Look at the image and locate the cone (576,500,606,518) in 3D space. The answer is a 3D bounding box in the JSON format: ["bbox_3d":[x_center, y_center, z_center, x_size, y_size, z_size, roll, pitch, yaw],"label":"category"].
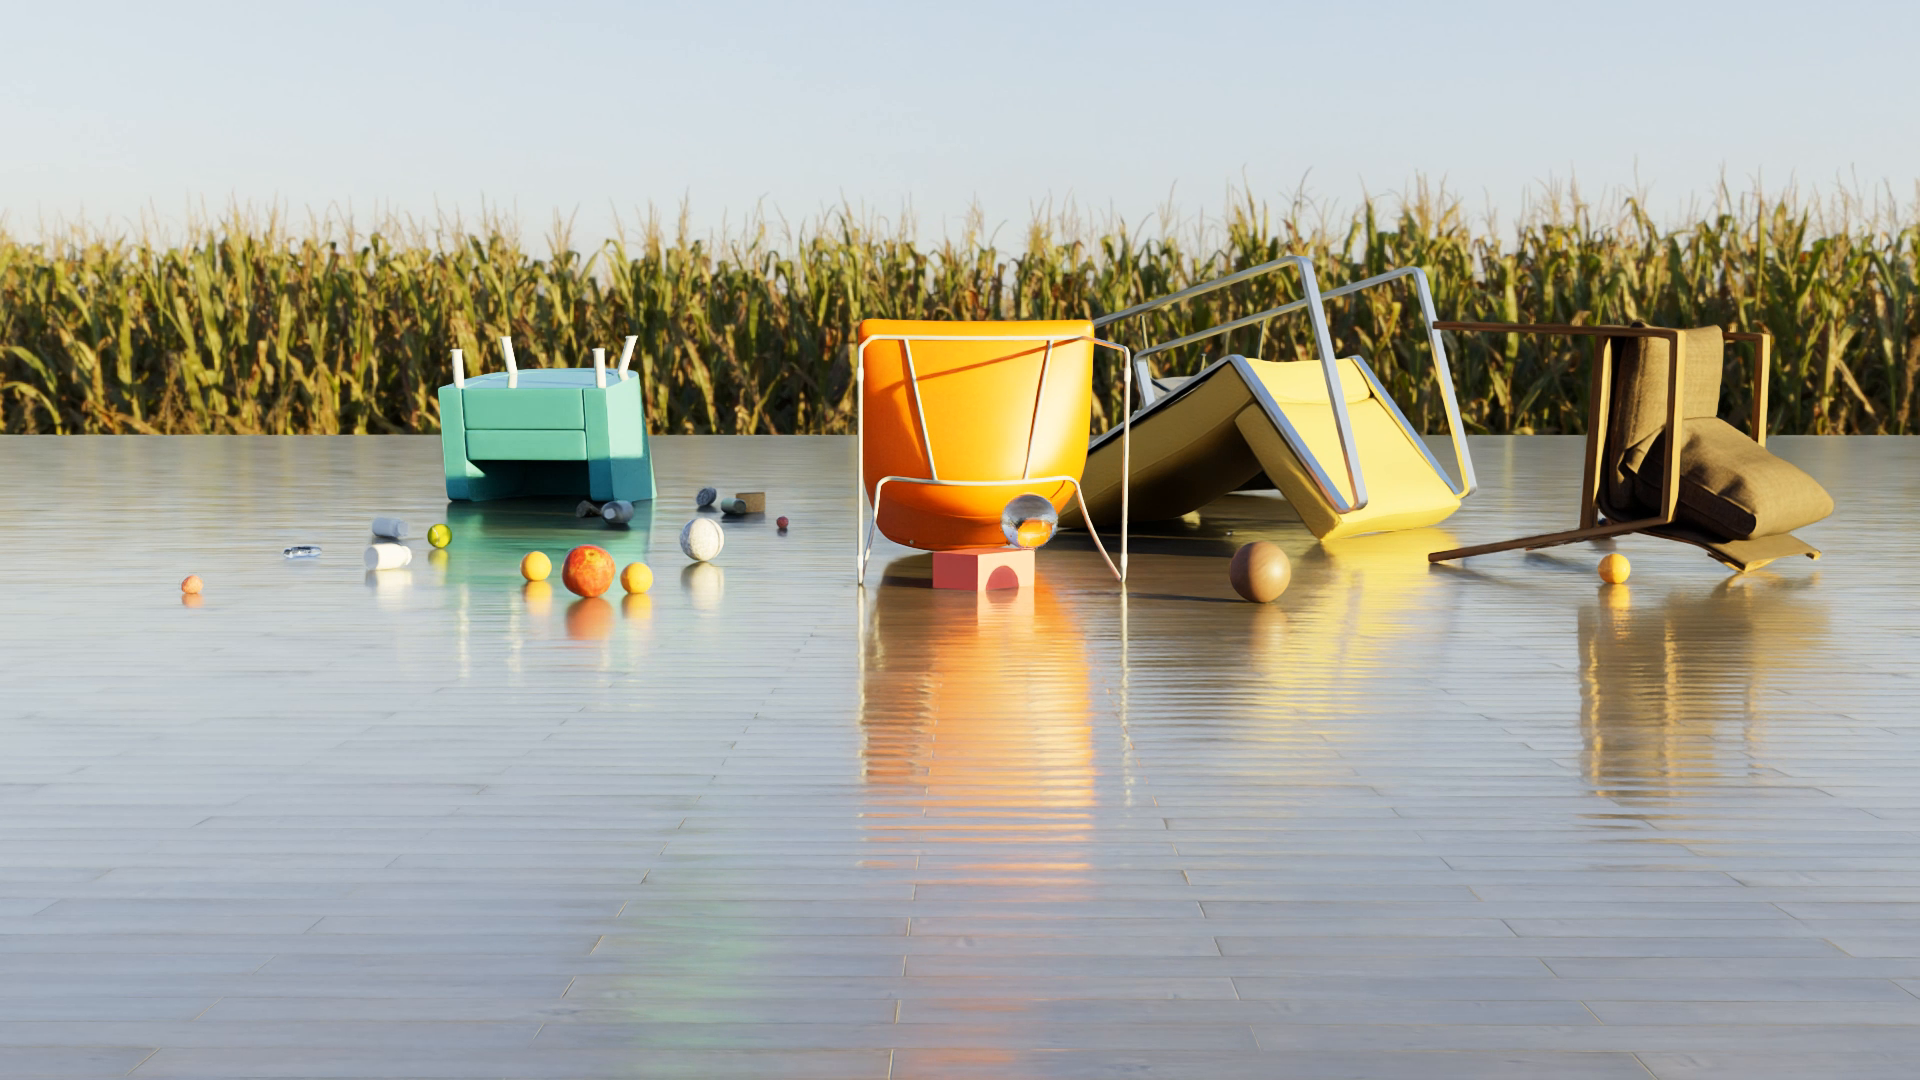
[{"bbox_3d":[-1.281,-0.096,7.721,0.103,0.061,0.085,18,-23,-35],"label":"cone"}]

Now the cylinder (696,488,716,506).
[{"bbox_3d":[-0.982,-0.169,8.525,0.053,0.071,0.103,35,7,3],"label":"cylinder"}]

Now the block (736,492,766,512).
[{"bbox_3d":[-0.771,-0.139,8.083,0.058,0.068,0.135,1,4,19],"label":"block"}]

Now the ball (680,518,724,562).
[{"bbox_3d":[-0.673,-0.002,5.731,0.115,0.115,0.115,0,4,0],"label":"ball"}]

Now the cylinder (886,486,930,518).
[{"bbox_3d":[-0.185,-0.136,7.788,0.158,0.101,0.216,0,4,4],"label":"cylinder"}]

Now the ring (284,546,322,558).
[{"bbox_3d":[-1.759,0.032,5.883,0.049,0.027,0.111,6,8,42],"label":"ring"}]

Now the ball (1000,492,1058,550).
[{"bbox_3d":[0.159,-0.044,5.050,0.131,0.131,0.131,0,4,0],"label":"ball"}]

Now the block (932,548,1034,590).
[{"bbox_3d":[0.055,0.065,5.009,0.130,0.081,0.207,3,5,39],"label":"block"}]
